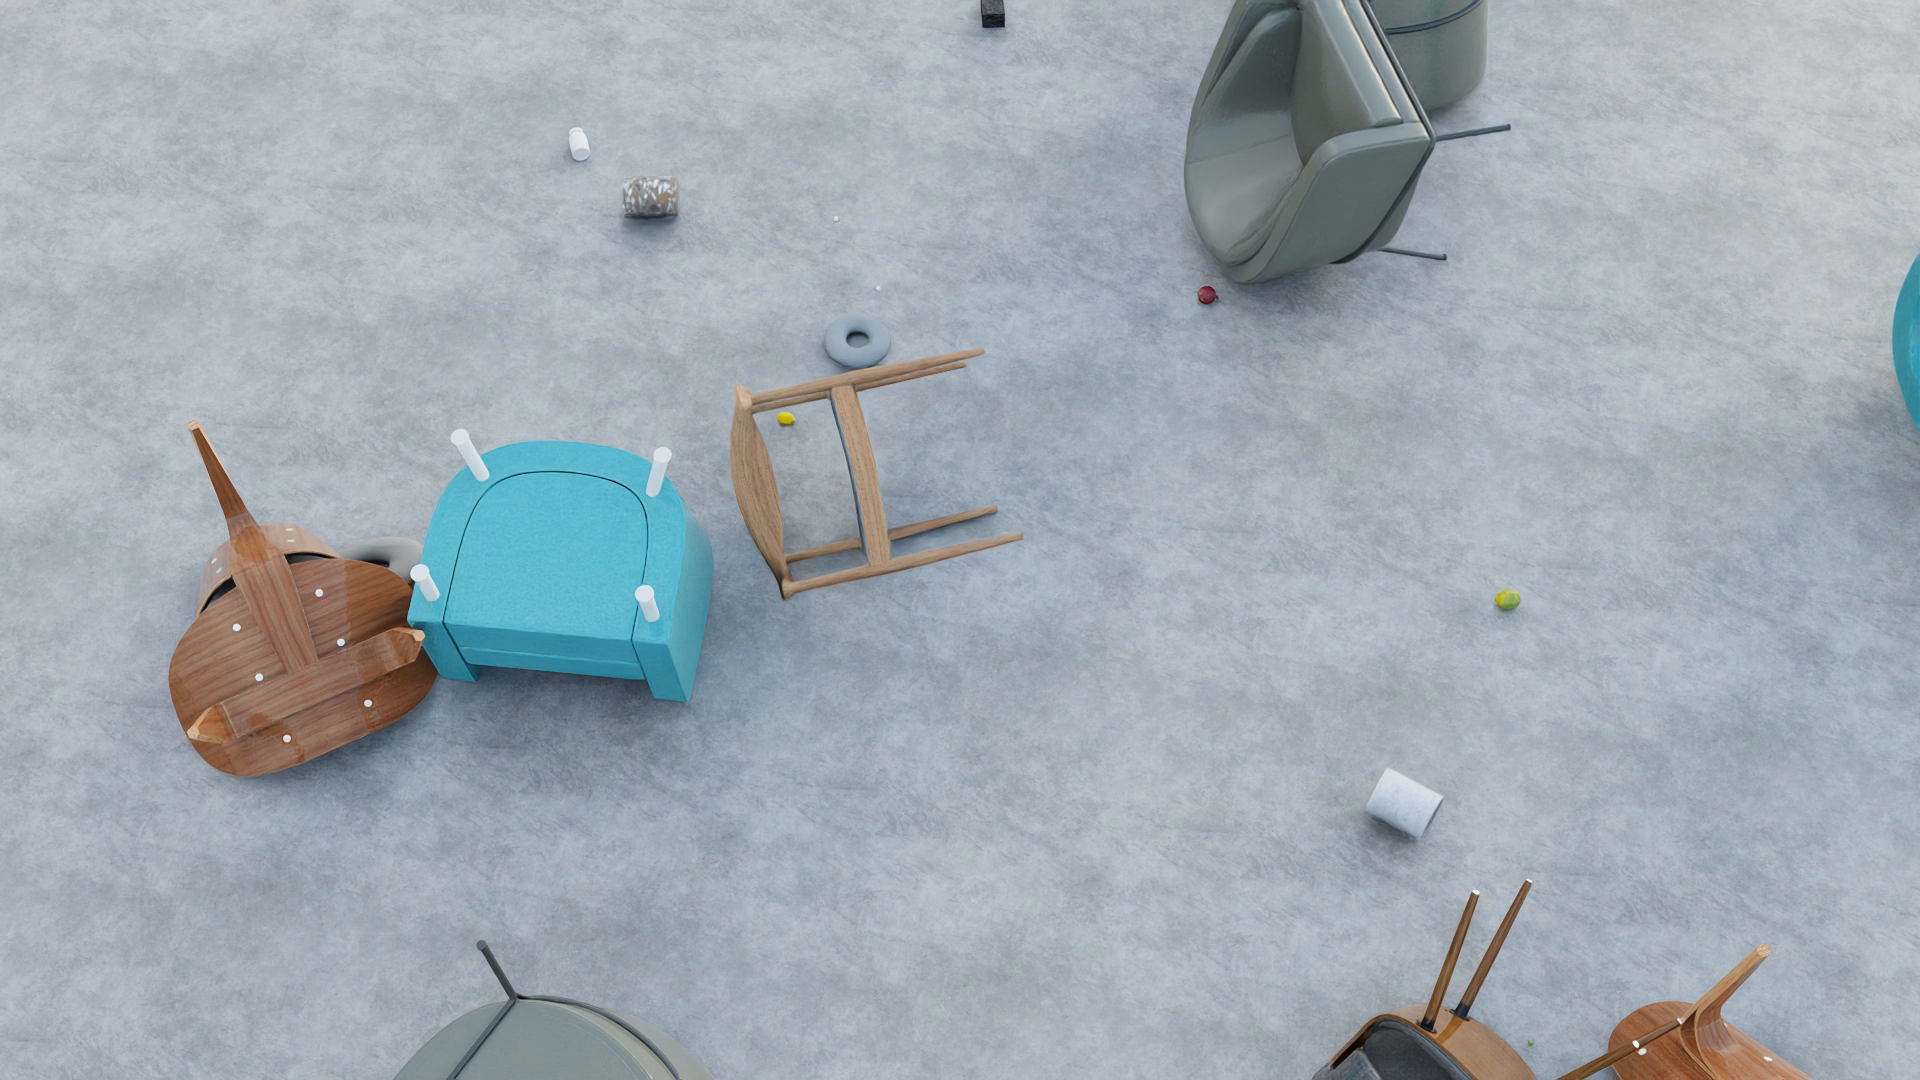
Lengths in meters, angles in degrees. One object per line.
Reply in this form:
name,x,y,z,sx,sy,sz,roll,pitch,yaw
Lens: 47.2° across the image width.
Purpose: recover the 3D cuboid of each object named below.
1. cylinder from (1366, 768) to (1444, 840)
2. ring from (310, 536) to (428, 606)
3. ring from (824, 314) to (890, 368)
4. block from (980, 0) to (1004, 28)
cylinder,1.214,0.722,6.008,0.166,0.136,0.136,28,46,18
ring,-1.739,0.092,6.476,0.352,0.060,0.218,-19,57,-12
ring,-0.325,-0.633,6.970,0.212,0.048,0.219,-9,56,-7
block,0.116,-1.881,7.798,0.079,0.064,0.115,-3,56,-2
